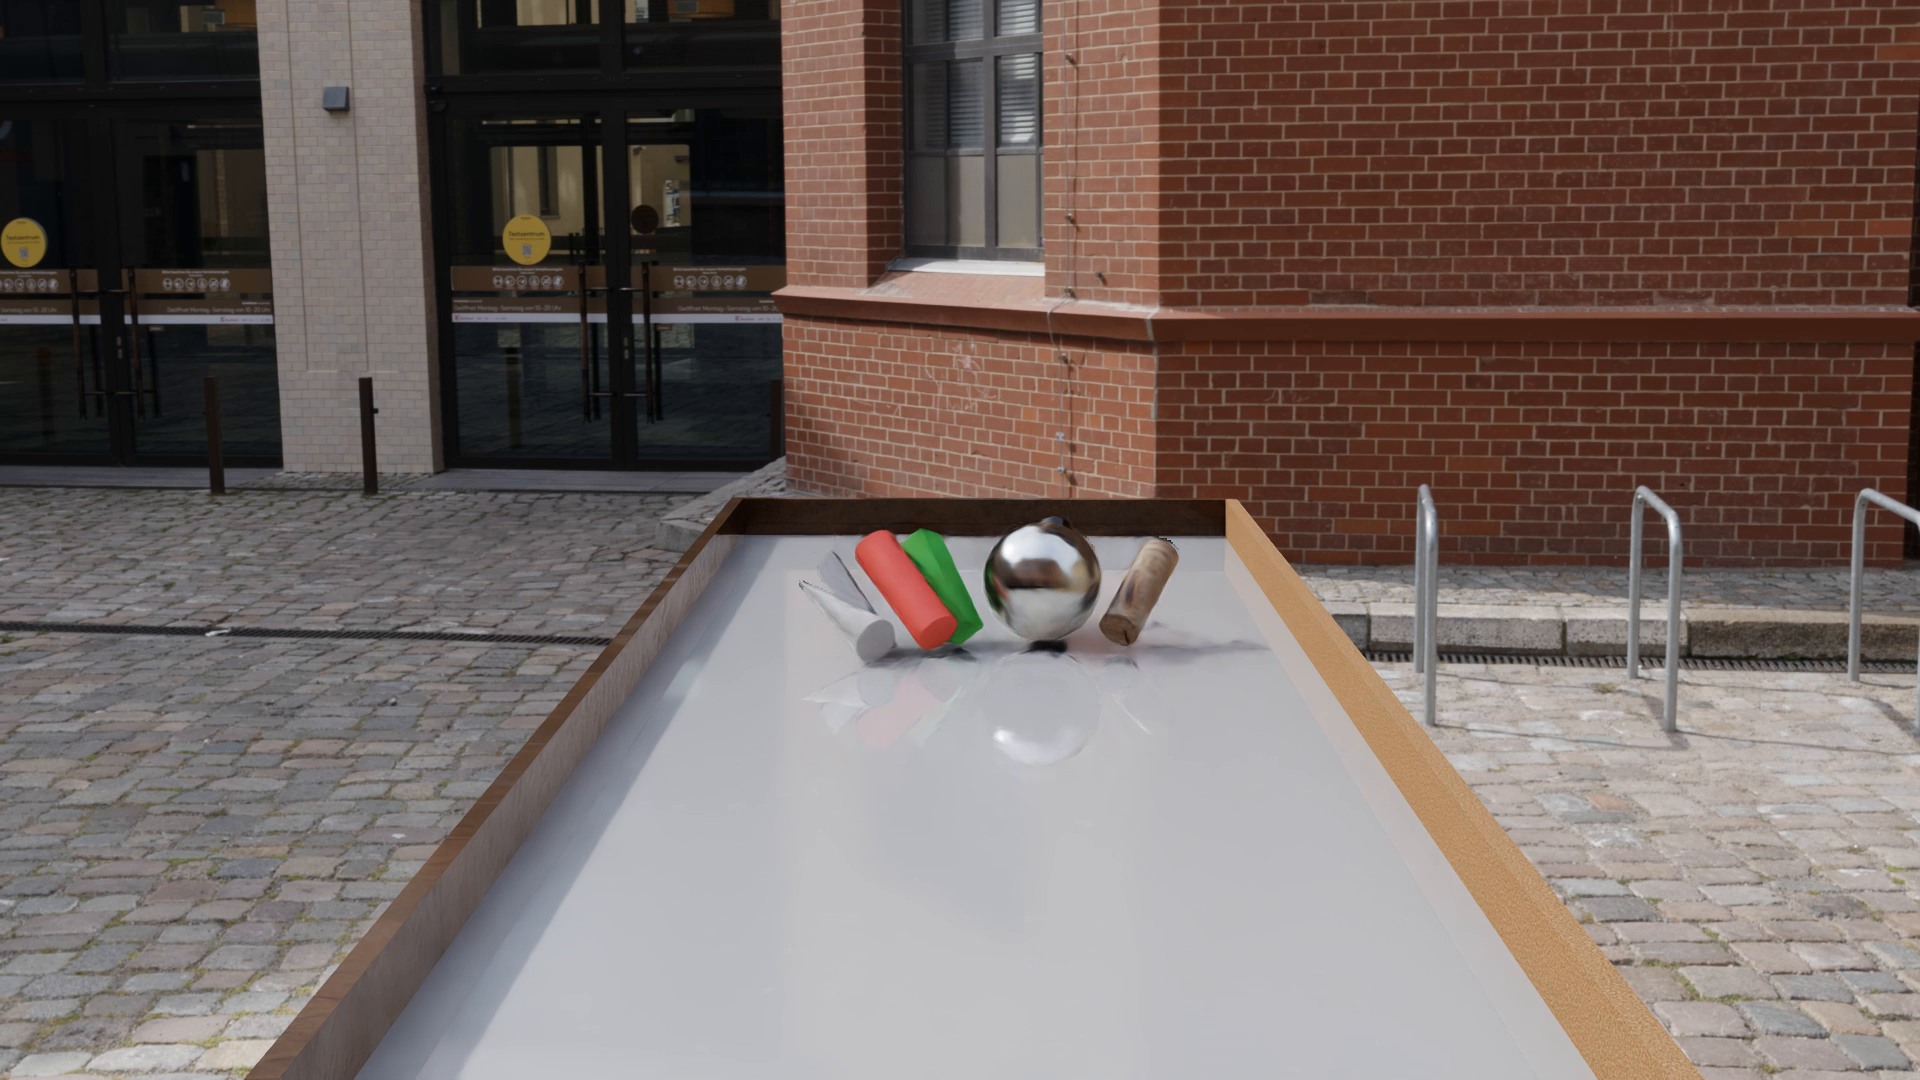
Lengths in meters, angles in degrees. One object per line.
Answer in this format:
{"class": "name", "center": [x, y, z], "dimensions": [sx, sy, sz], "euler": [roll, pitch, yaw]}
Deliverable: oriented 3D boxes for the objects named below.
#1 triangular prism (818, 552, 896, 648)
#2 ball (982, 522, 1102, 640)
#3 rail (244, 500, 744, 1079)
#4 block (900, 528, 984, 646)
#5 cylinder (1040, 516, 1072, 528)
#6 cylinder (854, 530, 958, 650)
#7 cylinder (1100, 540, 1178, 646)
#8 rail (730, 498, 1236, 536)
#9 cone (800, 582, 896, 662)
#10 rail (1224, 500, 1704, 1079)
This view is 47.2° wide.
{"class": "triangular prism", "center": [-0.315, 0.187, 6.843], "dimensions": [0.087, 0.076, 0.363], "euler": [-18, 56, -27]}
{"class": "ball", "center": [0.258, 0.129, 6.900], "dimensions": [0.374, 0.374, 0.374], "euler": [0, 9, 0]}
{"class": "rail", "center": [-1.004, 0.839, 3.234], "dimensions": [0.050, 0.150, 12.000], "euler": [0, 9, 1]}
{"class": "block", "center": [-0.062, 0.146, 6.947], "dimensions": [0.105, 0.366, 0.105], "euler": [-39, -32, 22]}
{"class": "cylinder", "center": [0.303, 0.108, 7.250], "dimensions": [0.115, 0.115, 0.412], "euler": [1, 45, 5]}
{"class": "cylinder", "center": [-0.171, 0.153, 6.867], "dimensions": [0.140, 0.140, 0.401], "euler": [-7, 46, -38]}
{"class": "cylinder", "center": [0.565, 0.162, 6.913], "dimensions": [0.125, 0.125, 0.365], "euler": [5, 43, 29]}
{"class": "rail", "center": [0.099, -0.098, 9.147], "dimensions": [2.100, 0.150, 0.050], "euler": [0, 9, 1]}
{"class": "cone", "center": [-0.382, 0.218, 6.801], "dimensions": [0.140, 0.140, 0.447], "euler": [-7, 27, -36]}
{"class": "rail", "center": [1.046, 0.843, 3.208], "dimensions": [0.050, 0.150, 12.000], "euler": [0, 9, 1]}
